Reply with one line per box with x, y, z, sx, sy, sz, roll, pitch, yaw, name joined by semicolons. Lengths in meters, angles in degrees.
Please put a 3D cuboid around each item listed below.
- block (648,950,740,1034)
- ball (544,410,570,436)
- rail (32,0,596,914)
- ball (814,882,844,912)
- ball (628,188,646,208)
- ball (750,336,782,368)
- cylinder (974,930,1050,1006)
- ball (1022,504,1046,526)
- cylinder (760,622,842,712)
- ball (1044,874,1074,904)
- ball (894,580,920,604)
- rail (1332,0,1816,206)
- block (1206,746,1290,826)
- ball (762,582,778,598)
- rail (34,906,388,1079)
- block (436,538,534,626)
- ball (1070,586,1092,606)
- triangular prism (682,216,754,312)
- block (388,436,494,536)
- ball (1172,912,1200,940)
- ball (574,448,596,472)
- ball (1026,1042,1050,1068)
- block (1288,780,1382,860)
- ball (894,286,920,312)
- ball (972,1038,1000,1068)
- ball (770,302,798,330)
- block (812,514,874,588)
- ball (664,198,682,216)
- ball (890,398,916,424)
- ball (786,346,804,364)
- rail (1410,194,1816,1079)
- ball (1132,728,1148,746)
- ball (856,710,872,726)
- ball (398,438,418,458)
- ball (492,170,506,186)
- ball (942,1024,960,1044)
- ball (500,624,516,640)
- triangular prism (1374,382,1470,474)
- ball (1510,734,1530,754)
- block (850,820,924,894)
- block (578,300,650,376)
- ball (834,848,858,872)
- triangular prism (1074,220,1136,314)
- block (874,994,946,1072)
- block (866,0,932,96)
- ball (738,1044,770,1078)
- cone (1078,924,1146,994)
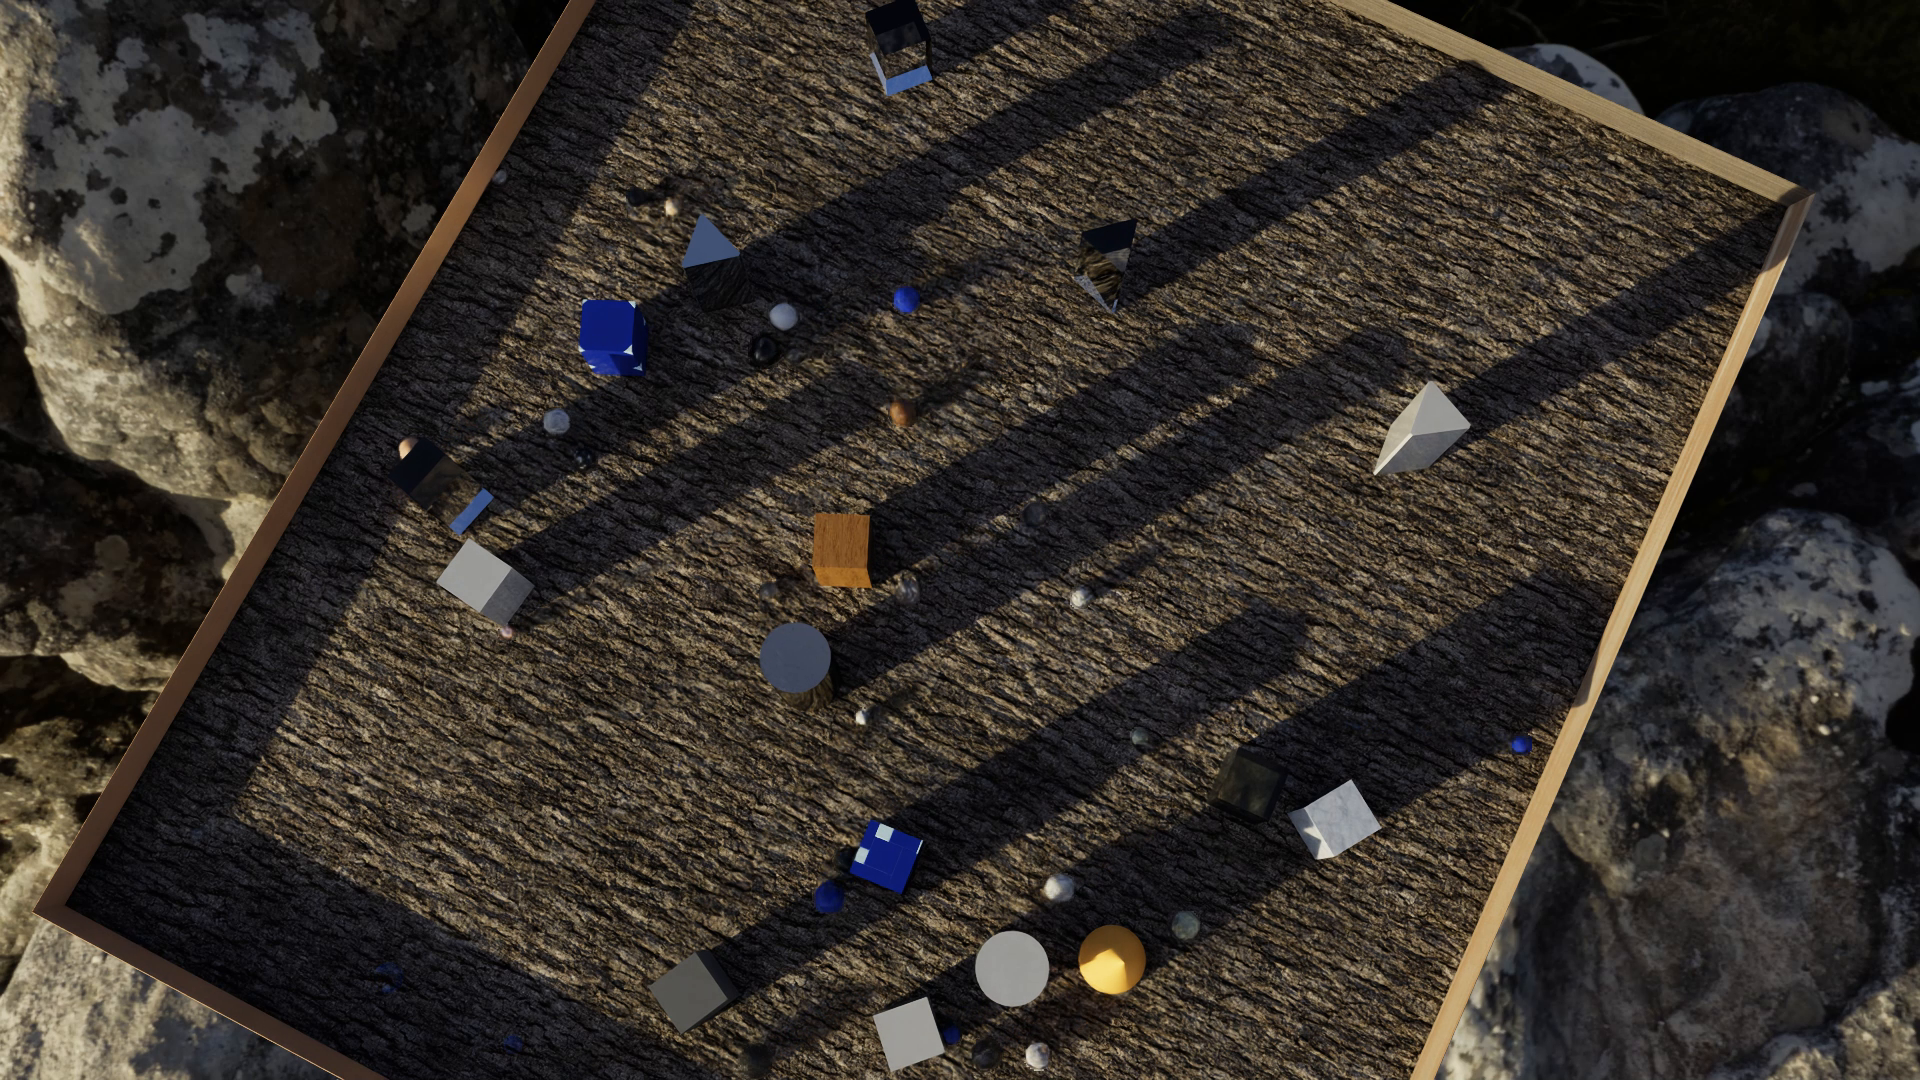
-0.750;1.280;5.200;0.158;0.296;0.158;-36;81;-7;block
-1.243;-0.362;5.650;0.081;0.081;0.081;0;78;0;ball
-1.674;-0.813;5.718;0.045;0.128;4.352;26;80;5;rail
-0.381;1.041;5.356;0.088;0.088;0.088;0;78;0;ball
-1.025;-1.085;5.811;0.059;0.059;0.059;0;78;0;ball
-0.604;-0.586;5.688;0.099;0.099;0.099;0;78;0;ball
0.140;1.192;5.127;0.197;0.476;0.197;0;78;0;cylinder
0.227;-0.076;5.595;0.073;0.073;0.073;0;78;0;ball
-0.456;0.373;5.302;0.197;0.466;0.197;0;78;0;cylinder
0.290;1.020;5.361;0.087;0.087;0.087;0;78;0;ball
-0.159;0.157;5.545;0.077;0.077;0.077;0;78;0;ball
0.962;-1.878;5.939;3.791;0.128;0.045;26;80;5;rail
0.835;0.718;5.334;0.158;0.263;0.158;24;79;5;block
-0.578;0.151;5.561;0.047;0.047;0.047;0;78;0;ball
-0.962;1.892;5.158;3.791;0.128;0.045;26;80;5;rail
-1.405;0.131;5.442;0.158;0.290;0.158;33;80;6;block
0.367;0.171;5.550;0.061;0.061;0.061;0;78;0;ball
-0.745;-0.847;5.582;0.171;0.411;0.148;-13;79;-3;triangular prism
-1.545;-0.158;5.468;0.158;0.355;0.158;39;81;7;block
0.658;1.125;5.343;0.080;0.080;0.080;0;78;0;ball
-1.152;-0.246;5.632;0.069;0.069;0.069;0;78;0;ball
0.225;1.481;5.273;0.073;0.073;0.073;0;78;0;ball
1.080;0.812;5.305;0.158;0.282;0.158;-30;80;-6;block
-0.165;-0.753;5.730;0.084;0.084;0.084;0;78;0;ball
0.074;1.478;5.269;0.083;0.083;0.083;0;78;0;ball
-0.550;-0.697;5.717;0.085;0.085;0.085;0;78;0;ball
-0.344;0.034;5.450;0.158;0.313;0.158;2;78;0;block
-0.908;-1.056;5.808;0.054;0.054;0.054;0;78;0;ball
-0.175;-0.397;5.656;0.083;0.083;0.083;0;78;0;ball
-0.516;-0.574;5.706;0.057;0.057;0.057;0;78;0;ball
1.674;0.827;5.379;0.045;0.128;4.352;26;80;5;rail
0.536;0.588;5.469;0.051;0.051;0.051;0;78;0;ball
-0.289;0.531;5.483;0.046;0.046;0.046;0;78;0;ball
-1.683;-0.276;5.633;0.079;0.079;0.079;0;78;0;ball
-1.468;-1.153;5.831;0.048;0.048;0.048;0;78;0;ball
-0.025;1.427;5.295;0.052;0.052;0.052;0;78;0;ball
-1.366;0.279;5.536;0.045;0.045;0.045;0;78;0;ball
1.353;-0.334;5.444;0.171;0.474;0.148;-8;78;-2;triangular prism
1.671;0.607;5.463;0.055;0.055;0.055;0;78;0;ball
-0.207;0.915;5.269;0.158;0.309;0.158;21;79;4;block
-1.058;-0.617;5.615;0.158;0.253;0.158;2;78;0;block
-0.332;0.940;5.384;0.074;0.074;0.074;0;78;0;ball
0.472;-0.861;5.601;0.171;0.379;0.148;44;82;8;triangular prism
-0.141;1.391;5.190;0.158;0.272;0.158;-19;79;-4;block
-0.191;-1.560;5.796;0.158;0.282;0.158;-21;79;-4;block
-0.590;1.496;5.259;0.094;0.094;0.094;0;78;0;ball
0.446;1.186;5.167;0.197;0.400;0.197;0;78;0;cone
